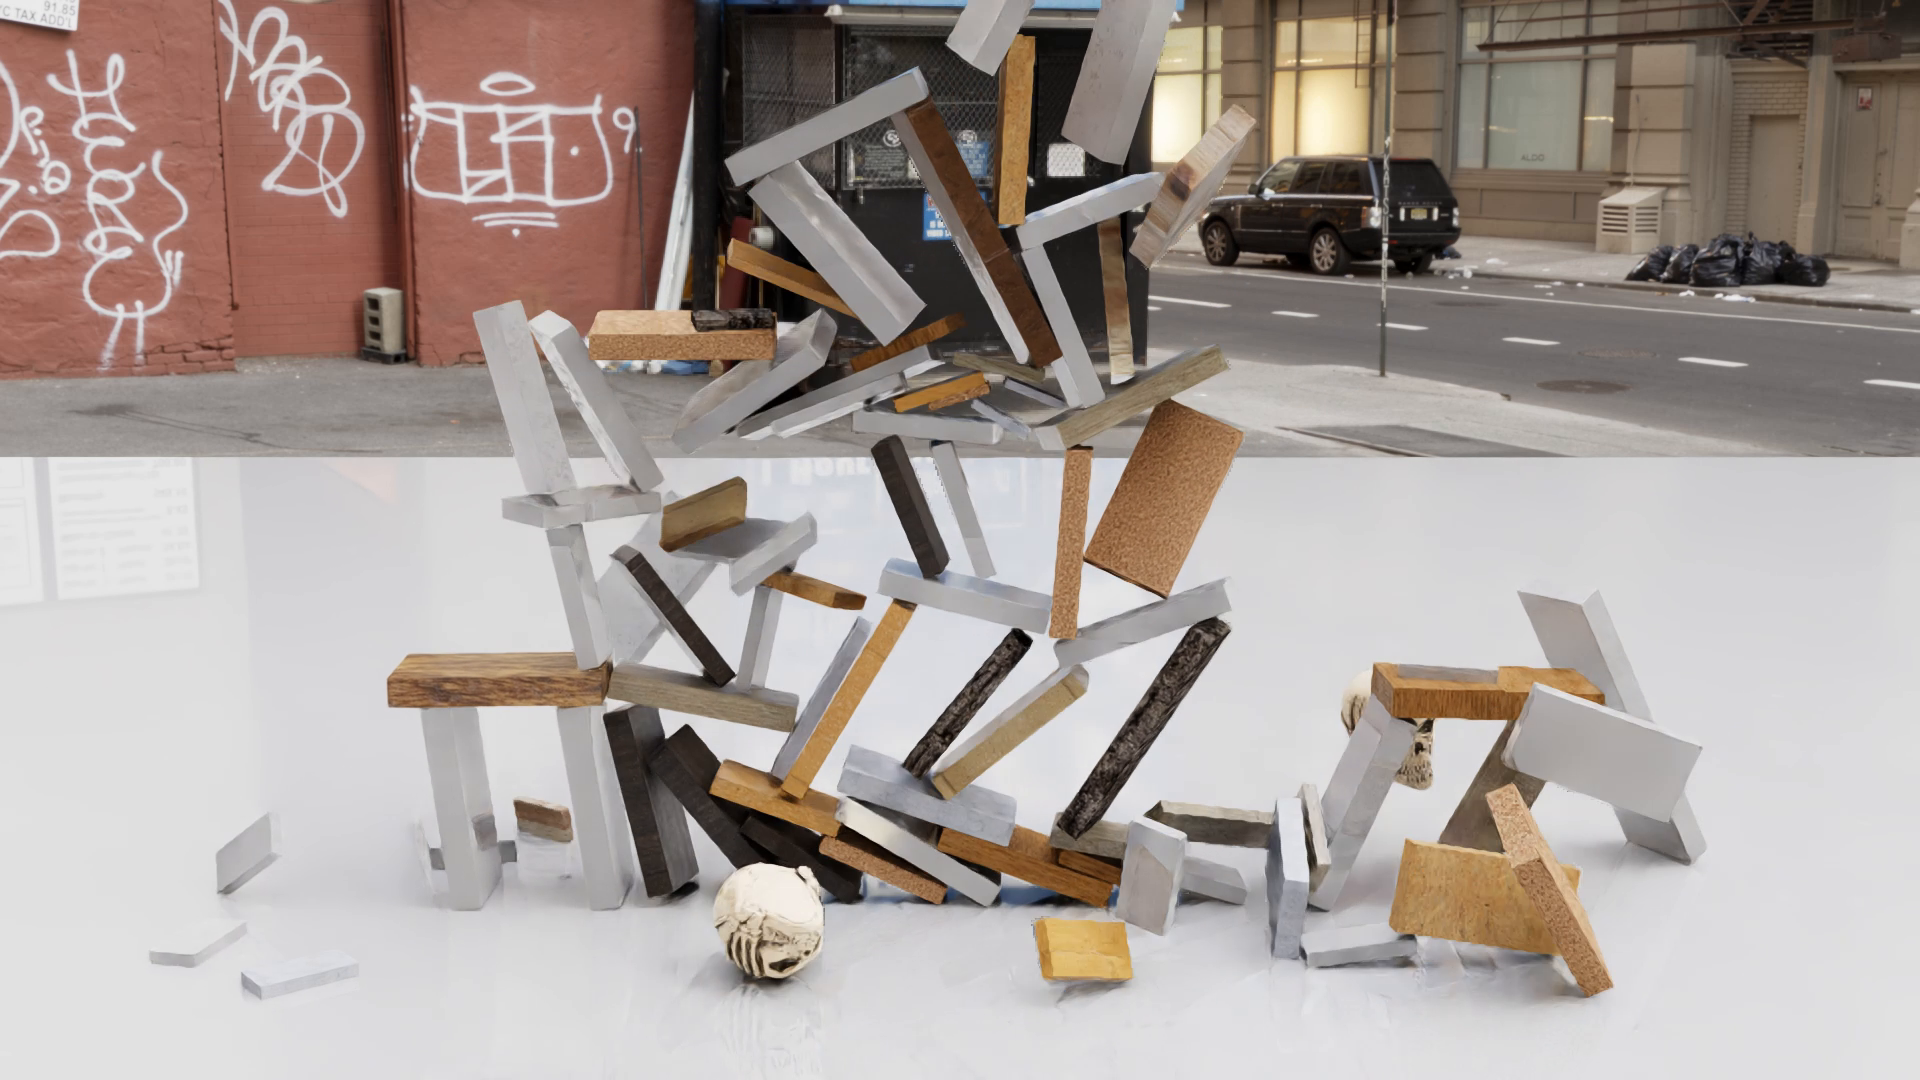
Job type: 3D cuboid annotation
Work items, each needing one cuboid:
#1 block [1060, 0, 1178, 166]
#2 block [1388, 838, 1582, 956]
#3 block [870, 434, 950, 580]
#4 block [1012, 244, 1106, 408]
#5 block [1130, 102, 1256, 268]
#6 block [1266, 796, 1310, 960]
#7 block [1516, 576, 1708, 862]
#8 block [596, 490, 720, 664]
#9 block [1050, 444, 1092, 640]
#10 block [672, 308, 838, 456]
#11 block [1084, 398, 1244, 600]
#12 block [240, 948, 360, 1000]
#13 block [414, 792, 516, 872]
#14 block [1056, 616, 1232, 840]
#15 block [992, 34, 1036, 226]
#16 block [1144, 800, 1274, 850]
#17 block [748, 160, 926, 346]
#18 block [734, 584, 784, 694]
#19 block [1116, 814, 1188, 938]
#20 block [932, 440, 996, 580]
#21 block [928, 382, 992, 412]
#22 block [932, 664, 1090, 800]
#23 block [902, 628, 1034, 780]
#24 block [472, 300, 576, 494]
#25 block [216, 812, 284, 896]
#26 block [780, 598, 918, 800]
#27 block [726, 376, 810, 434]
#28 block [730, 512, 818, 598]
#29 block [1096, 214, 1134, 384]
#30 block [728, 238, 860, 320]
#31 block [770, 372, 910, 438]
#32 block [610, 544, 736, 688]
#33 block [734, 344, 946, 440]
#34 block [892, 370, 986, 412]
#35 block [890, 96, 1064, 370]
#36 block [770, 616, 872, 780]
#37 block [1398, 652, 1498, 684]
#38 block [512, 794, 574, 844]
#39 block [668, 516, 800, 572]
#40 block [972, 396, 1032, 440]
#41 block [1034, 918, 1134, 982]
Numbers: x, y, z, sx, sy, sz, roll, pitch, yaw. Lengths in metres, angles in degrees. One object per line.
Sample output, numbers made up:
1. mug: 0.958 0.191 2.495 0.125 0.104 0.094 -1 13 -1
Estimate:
1. block: 0.250 -0.748 3.438 0.041 0.288 0.144 6 23 -30
2. block: 0.801 0.546 3.354 0.273 0.136 0.039 10 4 -11
3. block: -0.079 -0.056 3.547 0.032 0.225 0.113 -21 7 10
4. block: 0.154 -0.341 3.526 0.037 0.265 0.132 -24 7 -6
5. block: 0.355 -0.541 3.385 0.043 0.153 0.307 42 -16 4
6. block: 0.517 0.530 3.476 0.039 0.136 0.273 6 21 3
7. block: 1.124 0.310 3.782 0.043 0.555 0.153 -36 22 -19
8. block: -0.571 0.075 4.076 0.153 0.307 0.043 39 2 24
9. block: 0.178 0.000 3.530 0.042 0.297 0.149 5 7 3
10. block: -0.336 -0.259 3.600 0.293 0.041 0.146 -31 22 23
11. block: 0.331 -0.070 3.579 0.148 0.297 0.042 25 -9 9
12. block: -0.987 0.649 3.291 0.152 0.022 0.076 -8 13 -38
13. block: -0.888 0.519 3.935 0.146 0.041 0.292 -4 11 -19
14. block: 0.297 0.300 3.546 0.041 0.399 0.145 36 17 12
15. block: 0.083 -0.647 3.460 0.041 0.288 0.144 2 13 -4
16. block: 0.440 0.474 3.635 0.318 0.022 0.079 10 -41 -30
17. block: -0.193 -0.463 3.513 0.046 0.321 0.161 -39 8 21
18. block: -0.335 0.164 3.688 0.026 0.181 0.090 13 3 11
19. block: 0.284 0.499 3.267 0.084 0.167 0.024 19 25 28
20. block: 0.006 -0.054 3.540 0.032 0.225 0.113 -19 8 3
21. block: -0.001 -0.230 3.522 0.101 0.014 0.050 -17 9 5
22. block: 0.085 0.307 3.603 0.290 0.041 0.145 -39 3 9
23. block: 0.014 0.264 3.589 0.039 0.276 0.138 39 6 2
24. block: -0.703 -0.228 3.543 0.043 0.307 0.153 -19 10 -24
25. block: -1.177 0.519 3.640 0.152 0.076 0.022 -35 -37 27
26. block: -0.179 0.249 3.611 0.039 0.362 0.138 31 11 -2
27. block: -0.326 -0.249 3.674 0.177 0.089 0.025 -23 -47 31
28. block: -0.303 0.023 3.576 0.161 0.023 0.081 -35 23 12
29. block: 0.258 -0.399 3.651 0.037 0.265 0.132 -5 -2 4
30. block: -0.250 -0.413 3.525 0.258 0.018 0.063 21 29 -18
31. block: -0.193 -0.217 3.553 0.221 0.021 0.074 -21 -5 7
32. block: -0.479 0.126 3.667 0.033 0.267 0.116 -40 19 -12
33. block: -0.196 -0.238 3.578 0.347 0.025 0.089 -21 -5 14
34. block: -0.034 -0.240 3.532 0.148 0.021 0.074 -18 9 0
35. block: 0.025 -0.485 3.490 0.046 0.452 0.161 -29 12 -5
36. block: -0.229 0.261 3.641 0.026 0.285 0.090 30 9 -4
37. block: 0.799 0.210 3.604 0.157 0.022 0.079 4 11 9
38. block: -0.750 0.503 3.961 0.127 0.063 0.018 8 22 36
39. block: -0.374 0.000 3.687 0.252 0.081 0.023 7 -29 29
40. block: 0.066 -0.195 3.501 0.101 0.014 0.050 32 12 1
41. block: 0.183 0.605 3.240 0.167 0.084 0.024 12 -29 -41
